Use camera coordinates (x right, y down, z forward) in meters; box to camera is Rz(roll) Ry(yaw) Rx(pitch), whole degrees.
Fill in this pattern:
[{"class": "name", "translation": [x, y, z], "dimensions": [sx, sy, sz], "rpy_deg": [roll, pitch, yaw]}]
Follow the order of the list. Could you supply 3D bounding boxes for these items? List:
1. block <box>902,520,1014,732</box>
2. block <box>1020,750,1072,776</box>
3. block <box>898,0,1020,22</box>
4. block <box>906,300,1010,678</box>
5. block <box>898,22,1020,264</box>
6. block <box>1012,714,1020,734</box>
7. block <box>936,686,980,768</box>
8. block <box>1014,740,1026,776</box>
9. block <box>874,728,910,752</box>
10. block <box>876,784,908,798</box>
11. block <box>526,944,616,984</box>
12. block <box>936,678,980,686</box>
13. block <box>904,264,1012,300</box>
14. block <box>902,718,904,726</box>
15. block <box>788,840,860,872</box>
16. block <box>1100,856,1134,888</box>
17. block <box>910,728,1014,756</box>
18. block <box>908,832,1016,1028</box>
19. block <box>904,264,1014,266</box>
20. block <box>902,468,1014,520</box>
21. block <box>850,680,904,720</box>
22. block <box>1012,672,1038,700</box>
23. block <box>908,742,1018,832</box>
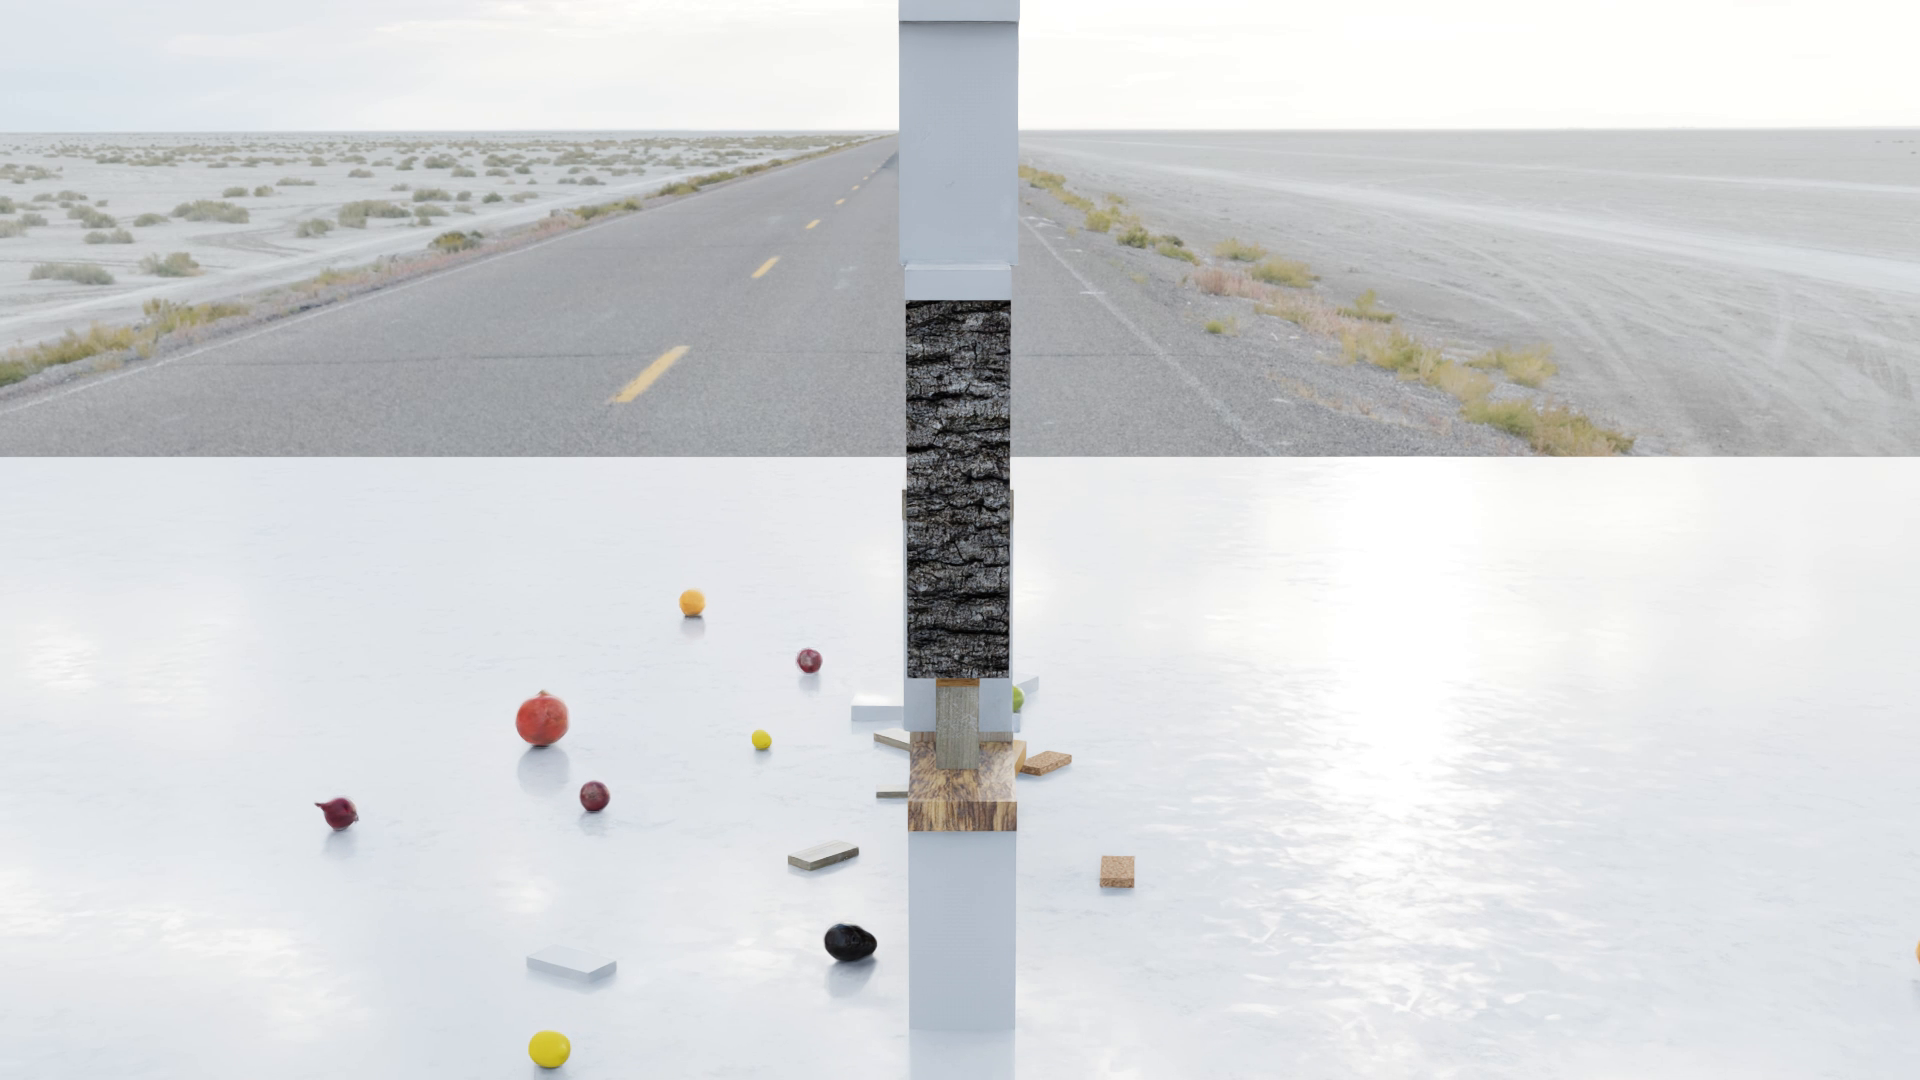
[{"class": "block", "translation": [-0.003, 0.123, 3.317], "dimensions": [0.165, 0.329, 0.047], "rpy_deg": [0, 11, 0]}, {"class": "block", "translation": [0.168, 0.446, 4.398], "dimensions": [0.058, 0.016, 0.117], "rpy_deg": [7, 13, 34]}, {"class": "block", "translation": [-0.001, -0.765, 3.170], "dimensions": [0.167, 0.047, 0.334], "rpy_deg": [0, 11, 0]}, {"class": "block", "translation": [-0.003, -0.071, 3.091], "dimensions": [0.145, 0.537, 0.041], "rpy_deg": [0, 11, 0]}, {"class": "block", "translation": [-0.002, -0.557, 3.095], "dimensions": [0.167, 0.334, 0.047], "rpy_deg": [0, 11, 0]}, {"class": "block", "translation": [0.021, 0.362, 4.408], "dimensions": [0.127, 0.036, 0.254], "rpy_deg": [0, -1, -16]}, {"class": "block", "translation": [-0.004, 0.268, 3.176], "dimensions": [0.063, 0.125, 0.018], "rpy_deg": [0, 11, 0]}, {"class": "block", "translation": [0.037, 0.447, 4.189], "dimensions": [0.127, 0.036, 0.254], "rpy_deg": [6, 23, 13]}, {"class": "block", "translation": [-0.116, 0.415, 4.564], "dimensions": [0.062, 0.017, 0.123], "rpy_deg": [-10, 14, -42]}, {"class": "block", "translation": [-0.115, 0.481, 4.217], "dimensions": [0.093, 0.013, 0.046], "rpy_deg": [-1, 11, -3]}, {"class": "block", "translation": [-0.590, 0.643, 3.336], "dimensions": [0.125, 0.018, 0.063], "rpy_deg": [7, 12, 32]}, {"class": "block", "translation": [-0.004, 0.190, 3.206], "dimensions": [0.063, 0.018, 0.125], "rpy_deg": [0, 11, 0]}, {"class": "block", "translation": [-0.003, -0.373, 3.132], "dimensions": [0.145, 0.041, 0.290], "rpy_deg": [0, 11, 0]}, {"class": "block", "translation": [-0.062, 0.396, 4.665], "dimensions": [0.062, 0.017, 0.123], "rpy_deg": [-7, 13, -35]}, {"class": "block", "translation": [-0.238, 0.550, 3.838], "dimensions": [0.058, 0.016, 0.116], "rpy_deg": [10, 14, 43]}, {"class": "block", "translation": [0.269, 0.566, 3.755], "dimensions": [0.058, 0.016, 0.116], "rpy_deg": [1, 11, 5]}, {"class": "block", "translation": [0.002, 0.283, 3.481], "dimensions": [0.157, 0.044, 0.314], "rpy_deg": [0, 11, 0]}, {"class": "block", "translation": [0.003, 0.541, 3.109], "dimensions": [0.151, 0.301, 0.043], "rpy_deg": [0, 11, 0]}, {"class": "block", "translation": [-0.002, -0.590, 3.315], "dimensions": [0.167, 0.349, 0.047], "rpy_deg": [0, 11, 0]}, {"class": "block", "translation": [-0.003, -0.082, 3.390], "dimensions": [0.165, 0.047, 0.329], "rpy_deg": [0, 11, 0]}, {"class": "block", "translation": [-0.173, 0.352, 4.859], "dimensions": [0.116, 0.033, 0.232], "rpy_deg": [0, 11, 2]}, {"class": "block", "translation": [0.068, 0.337, 4.940], "dimensions": [0.116, 0.033, 0.232], "rpy_deg": [7, 12, 32]}, {"class": "block", "translation": [0.003, 0.353, 3.176], "dimensions": [0.151, 0.043, 0.301], "rpy_deg": [0, 11, 0]}]
